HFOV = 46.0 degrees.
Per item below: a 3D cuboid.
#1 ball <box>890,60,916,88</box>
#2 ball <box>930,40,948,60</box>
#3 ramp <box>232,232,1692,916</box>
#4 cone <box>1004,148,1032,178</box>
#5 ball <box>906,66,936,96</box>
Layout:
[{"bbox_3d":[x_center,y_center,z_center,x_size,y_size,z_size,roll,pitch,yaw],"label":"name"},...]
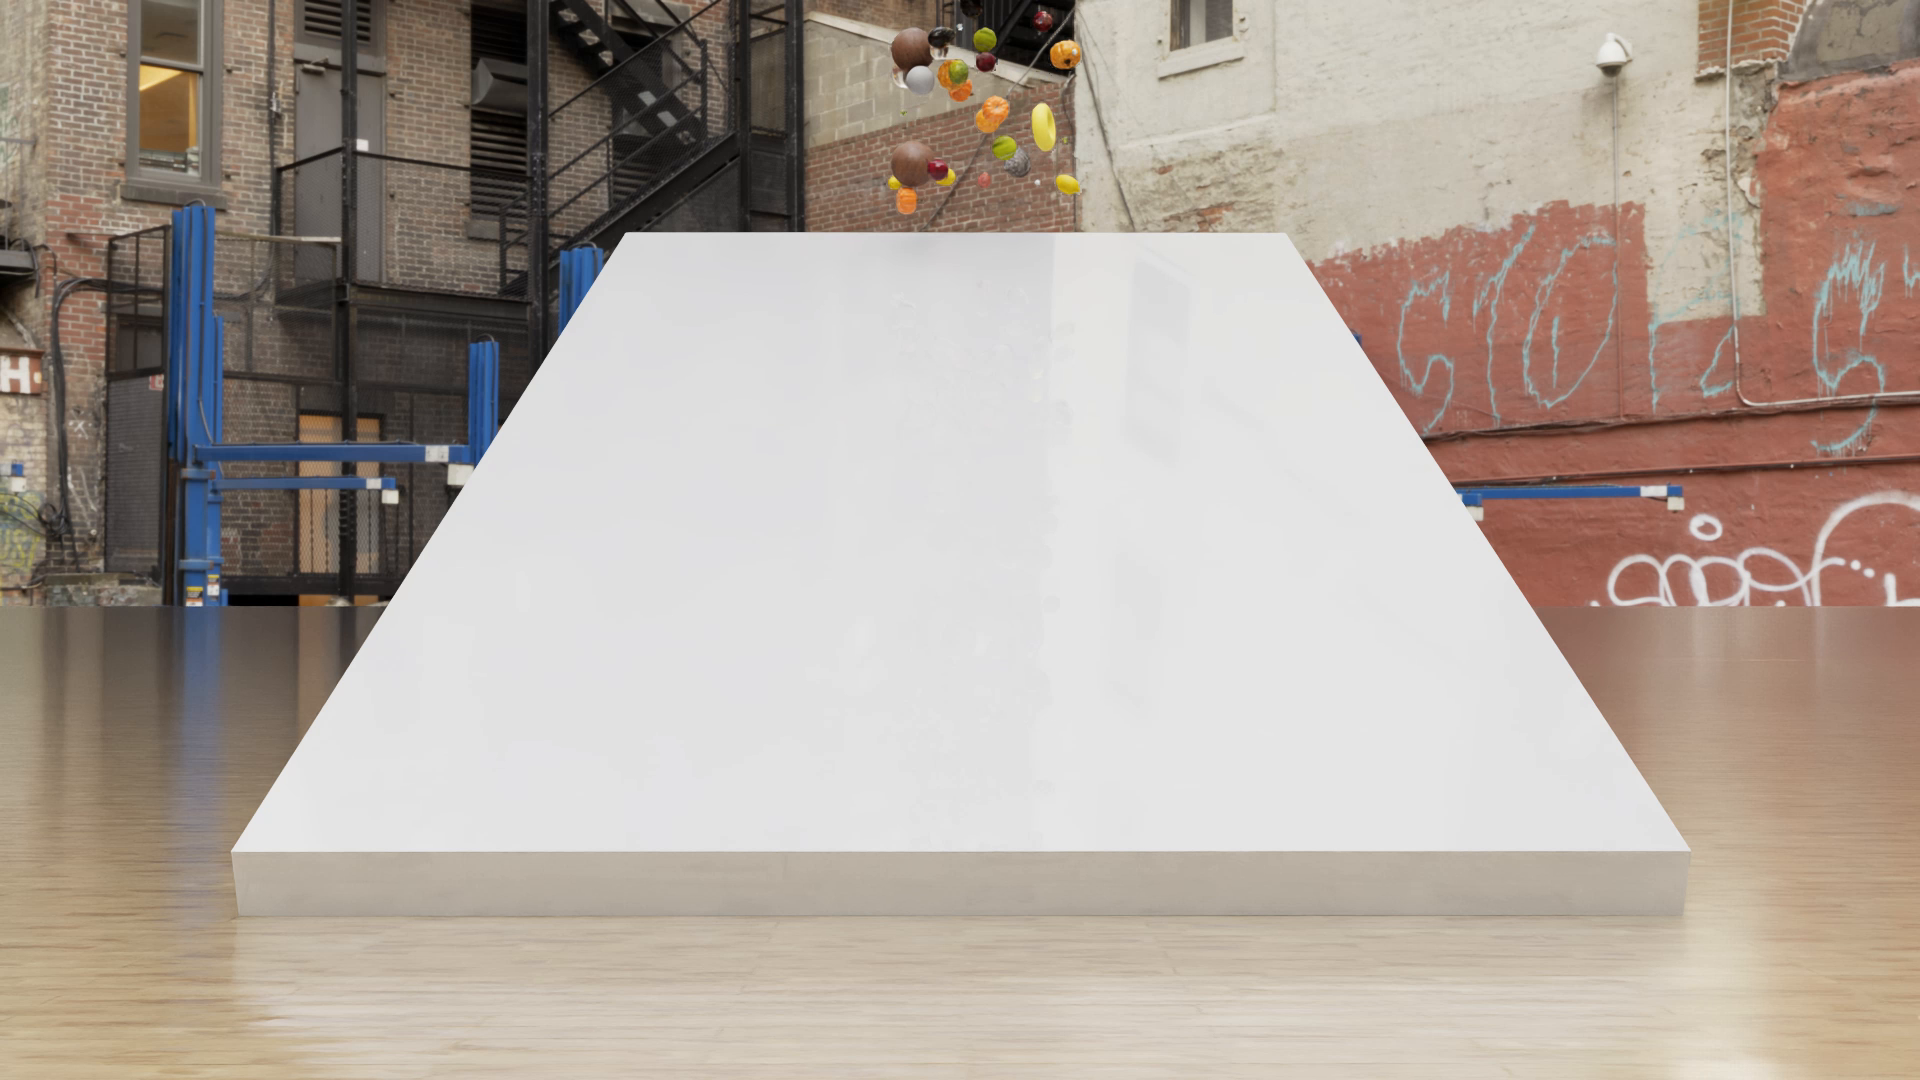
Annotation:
[{"bbox_3d":[-0.166,-1.392,6.755,0.083,0.083,0.083,0,-2,0],"label":"ball"},{"bbox_3d":[-0.062,-1.430,6.614,0.055,0.055,0.055,0,-2,0],"label":"ball"},{"bbox_3d":[-0.005,-0.205,4.999,2.000,0.100,4.000,0,20,0],"label":"ramp"},{"bbox_3d":[0.151,-1.119,6.778,0.092,0.092,0.092,-1,21,32],"label":"cone"},{"bbox_3d":[-0.115,-1.342,6.612,0.085,0.085,0.085,0,-2,0],"label":"ball"}]
